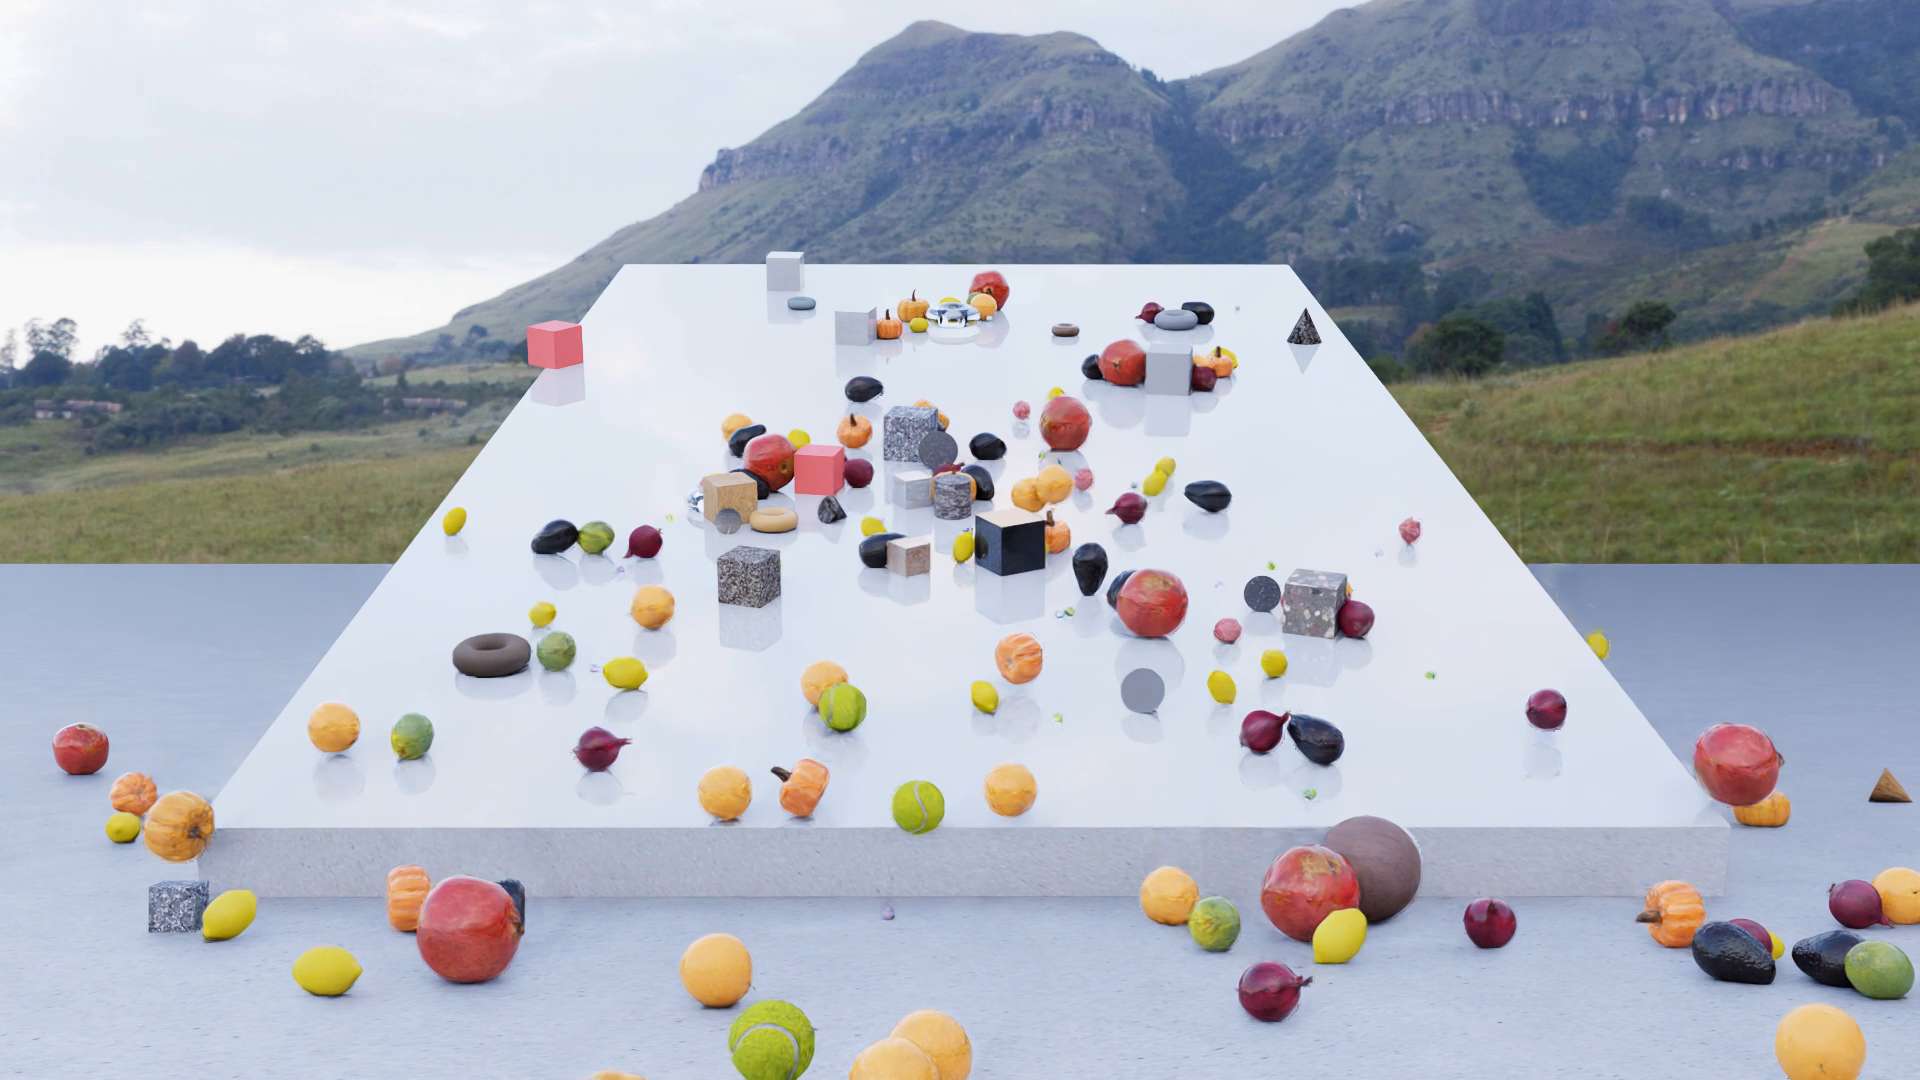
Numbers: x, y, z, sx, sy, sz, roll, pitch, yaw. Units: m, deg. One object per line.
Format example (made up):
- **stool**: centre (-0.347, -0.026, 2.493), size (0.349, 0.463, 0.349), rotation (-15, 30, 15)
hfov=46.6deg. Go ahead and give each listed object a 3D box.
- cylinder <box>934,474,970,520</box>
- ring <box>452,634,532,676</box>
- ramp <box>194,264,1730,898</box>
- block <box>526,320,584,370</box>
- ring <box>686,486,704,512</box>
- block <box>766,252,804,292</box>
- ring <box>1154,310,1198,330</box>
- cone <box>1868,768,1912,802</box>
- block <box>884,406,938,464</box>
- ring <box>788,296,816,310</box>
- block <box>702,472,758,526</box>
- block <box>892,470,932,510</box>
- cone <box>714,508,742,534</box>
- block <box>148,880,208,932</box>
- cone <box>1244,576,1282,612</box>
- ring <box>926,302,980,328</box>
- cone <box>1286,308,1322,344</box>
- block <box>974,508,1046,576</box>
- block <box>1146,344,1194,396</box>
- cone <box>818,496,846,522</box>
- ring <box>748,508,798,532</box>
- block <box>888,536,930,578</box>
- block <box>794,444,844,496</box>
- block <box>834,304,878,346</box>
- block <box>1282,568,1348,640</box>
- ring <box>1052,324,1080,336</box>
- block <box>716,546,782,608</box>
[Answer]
- **cylinder**: centre (-0.014, -0.081, 4.226), size (0.070, 0.070, 0.070), rotation (0, 17, 0)
- **ring**: centre (-0.725, 0.177, 3.453), size (0.121, 0.040, 0.121), rotation (-2, 18, 1)
- **ramp**: centre (-0.003, -0.180, 4.822), size (2.000, 0.100, 4.000), rotation (0, 17, 0)
- **block**: centre (-0.987, -0.476, 5.435), size (0.094, 0.094, 0.094), rotation (13, 21, 34)
- **ring**: centre (-0.473, -0.080, 4.278), size (0.105, 0.035, 0.105), rotation (-1, 17, 0)
- **block**: centre (-0.497, -0.765, 6.351), size (0.095, 0.095, 0.095), rotation (1, 18, 4)
- **ring**: centre (0.568, -0.578, 5.859), size (0.114, 0.038, 0.114), rotation (-2, 19, 1)
- **cone**: centre (1.707, 0.462, 4.069), size (0.068, 0.068, 0.068), rotation (29, 12, 23)
- **block**: centre (-0.102, -0.220, 4.624), size (0.094, 0.094, 0.094), rotation (4, 18, 11)
- **ring**: centre (-0.432, -0.646, 6.090), size (0.080, 0.027, 0.080), rotation (1, 17, 0)
- **block**: centre (-0.432, -0.076, 4.194), size (0.079, 0.079, 0.079), rotation (-8, 19, -25)
- **block**: centre (-0.092, -0.096, 4.293), size (0.057, 0.057, 0.057), rotation (-9, 20, -27)
- **cone**: centre (-0.427, -0.030, 4.142), size (0.050, 0.050, 0.050), rotation (0, -9, 2)
- **block**: centre (-0.938, 0.440, 2.677), size (0.054, 0.054, 0.054), rotation (0, 0, -1)
- **cone**: centre (0.506, 0.095, 3.740), size (0.062, 0.062, 0.062), rotation (0, -9, 6)
- **ring**: centre (-0.018, -0.595, 5.895), size (0.143, 0.048, 0.143), rotation (1, 17, 0)
- **cone**: centre (0.880, -0.551, 5.687), size (0.090, 0.090, 0.090), rotation (0, 17, 0)
- **block**: centre (0.088, 0.003, 3.925), size (0.090, 0.090, 0.090), rotation (-10, 20, -29)
- **block**: centre (0.486, -0.396, 5.175), size (0.100, 0.100, 0.100), rotation (3, 18, 10)
- **cone**: centre (-0.231, -0.051, 4.206), size (0.053, 0.053, 0.053), rotation (0, -15, 43)
- **ring**: centre (-0.347, -0.038, 4.153), size (0.094, 0.031, 0.094), rotation (1, 16, 0)
- **block**: centre (-0.089, 0.029, 3.901), size (0.054, 0.054, 0.054), rotation (-13, 22, -35)
- **block**: centre (-0.277, -0.138, 4.389), size (0.080, 0.080, 0.080), rotation (4, 18, 13)
- **block**: centre (-0.264, -0.547, 5.674), size (0.086, 0.086, 0.086), rotation (4, 18, 12)
- **block**: centre (0.576, 0.103, 3.619), size (0.084, 0.084, 0.084), rotation (7, 19, 20)
- **ring**: centre (0.273, -0.544, 5.771), size (0.075, 0.025, 0.075), rotation (1, 17, 0)
- **block**: centre (-0.355, 0.062, 3.757), size (0.079, 0.079, 0.079), rotation (7, 19, 21)
